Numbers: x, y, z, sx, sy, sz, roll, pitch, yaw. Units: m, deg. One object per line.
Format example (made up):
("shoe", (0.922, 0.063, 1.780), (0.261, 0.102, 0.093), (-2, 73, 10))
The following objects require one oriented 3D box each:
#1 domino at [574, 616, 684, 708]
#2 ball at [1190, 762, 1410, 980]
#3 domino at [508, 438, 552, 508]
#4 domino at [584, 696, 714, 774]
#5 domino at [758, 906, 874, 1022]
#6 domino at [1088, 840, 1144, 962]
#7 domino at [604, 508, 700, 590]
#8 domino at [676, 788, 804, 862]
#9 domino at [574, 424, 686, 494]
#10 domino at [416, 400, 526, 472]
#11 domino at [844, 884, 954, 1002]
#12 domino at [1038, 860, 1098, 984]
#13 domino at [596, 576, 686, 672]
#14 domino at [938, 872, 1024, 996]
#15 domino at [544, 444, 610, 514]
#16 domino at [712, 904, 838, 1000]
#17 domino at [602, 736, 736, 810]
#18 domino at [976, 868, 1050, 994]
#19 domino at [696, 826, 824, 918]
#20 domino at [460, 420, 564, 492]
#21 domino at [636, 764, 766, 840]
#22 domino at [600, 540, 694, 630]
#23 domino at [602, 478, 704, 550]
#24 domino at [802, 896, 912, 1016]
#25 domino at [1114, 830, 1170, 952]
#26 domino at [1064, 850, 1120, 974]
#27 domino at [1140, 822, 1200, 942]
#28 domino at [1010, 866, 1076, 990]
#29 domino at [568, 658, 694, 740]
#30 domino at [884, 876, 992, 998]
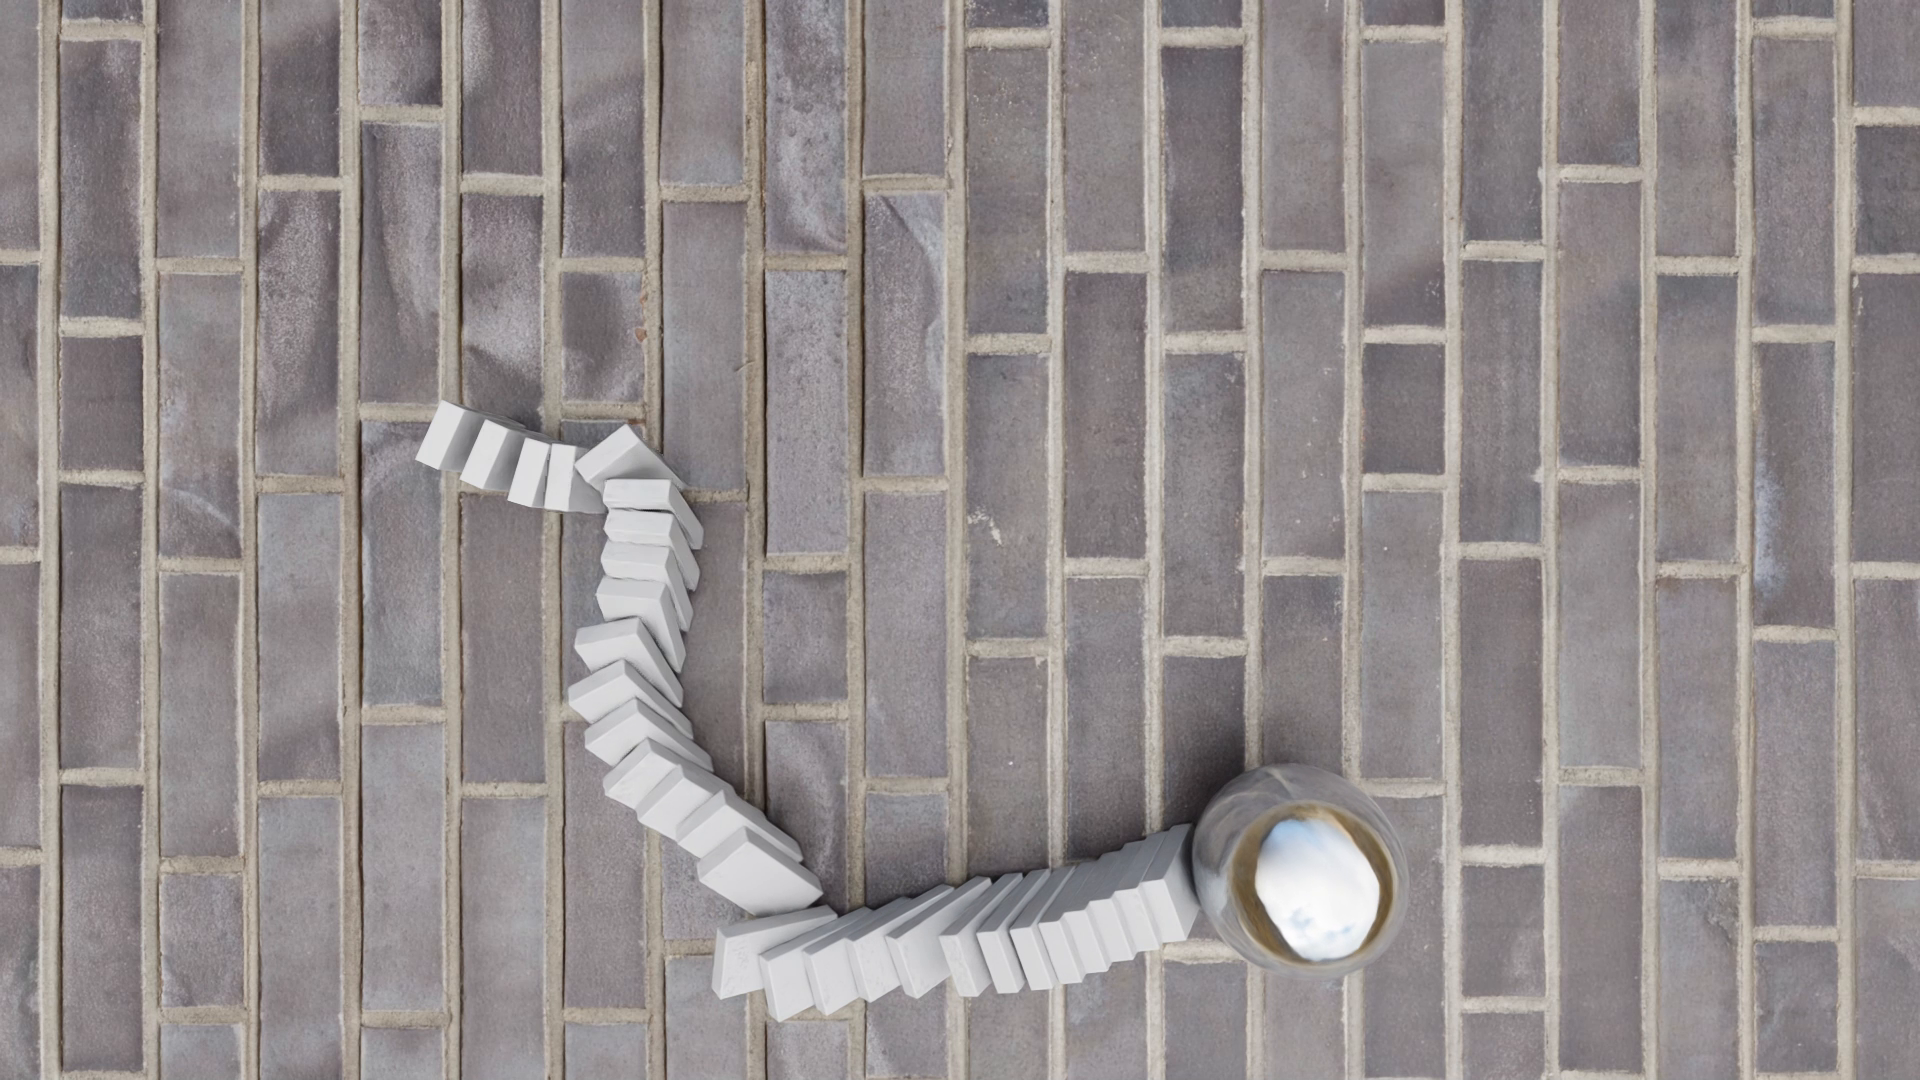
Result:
("domino", (-0.136, 0.054, 0.379), (0.025, 0.009, 0.050), (-12, 134, 0))
("ball", (0.132, 0.129, 0.360), (0.080, 0.080, 0.080), (0, 90, 0))
("domino", (-0.165, -0.026, 0.375), (0.009, 0.050, 0.025), (16, 90, 0))
("domino", (-0.128, 0.088, 0.380), (0.025, 0.009, 0.050), (-34, 130, 0))
("domino", (-0.057, 0.175, 0.381), (0.050, 0.010, 0.025), (-11, 93, -35))
("domino", (0.069, 0.147, 0.376), (0.009, 0.050, 0.025), (-20, 90, 28))
("domino", (-0.125, 0.005, 0.376), (0.025, 0.050, 0.009), (5, 61, 0))
("domino", (-0.091, 0.127, 0.382), (0.025, 0.009, 0.050), (-39, 125, 0))
("domino", (-0.133, -0.026, 0.373), (0.025, 0.050, 0.009), (-40, 74, -8))
("domino", (-0.199, -0.040, 0.375), (0.009, 0.050, 0.025), (24, 90, 0))
("domino", (-0.022, 0.167, 0.382), (0.050, 0.009, 0.025), (-16, 90, -35))
("domino", (0.050, 0.155, 0.376), (0.010, 0.050, 0.025), (-20, 90, 28))
("domino", (-0.131, 0.036, 0.378), (0.025, 0.050, 0.009), (5, 48, 0))
("domino", (0.013, 0.161, 0.377), (0.010, 0.050, 0.025), (-19, 90, 36))
("domino", (-0.150, -0.024, 0.375), (0.009, 0.050, 0.025), (7, 90, 7))
("domino", (-0.076, 0.170, 0.381), (0.050, 0.009, 0.025), (4, 94, -37))
("domino", (-0.119, 0.104, 0.381), (0.025, 0.009, 0.050), (-43, 128, 0))
("domino", (0.026, 0.159, 0.376), (0.010, 0.050, 0.025), (-20, 90, 31))
("domino", (-0.083, 0.141, 0.382), (0.025, 0.010, 0.050), (-39, 125, 0))
("domino", (-0.182, -0.033, 0.375), (0.010, 0.050, 0.025), (24, 90, 0))
("domino", (-0.106, 0.115, 0.381), (0.025, 0.009, 0.050), (-43, 127, 0))
("domino", (-0.128, 0.020, 0.377), (0.025, 0.050, 0.010), (5, 54, 0))
("domino", (-0.124, -0.010, 0.375), (0.025, 0.050, 0.009), (1, 68, 0))
("domino", (-0.039, 0.172, 0.382), (0.050, 0.009, 0.025), (-15, 92, -35))
("domino", (0.079, 0.143, 0.376), (0.009, 0.050, 0.025), (-20, 90, 28))
("domino", (0.059, 0.151, 0.376), (0.010, 0.050, 0.025), (-20, 90, 28))
("domino", (0.090, 0.139, 0.376), (0.009, 0.050, 0.025), (-20, 90, 28))
("domino", (0.039, 0.158, 0.376), (0.009, 0.050, 0.025), (-20, 90, 29))
("domino", (-0.135, 0.072, 0.380), (0.025, 0.010, 0.050), (-28, 132, 0))
("domino", (-0.005, 0.164, 0.381), (0.050, 0.009, 0.025), (-20, 91, -36))
